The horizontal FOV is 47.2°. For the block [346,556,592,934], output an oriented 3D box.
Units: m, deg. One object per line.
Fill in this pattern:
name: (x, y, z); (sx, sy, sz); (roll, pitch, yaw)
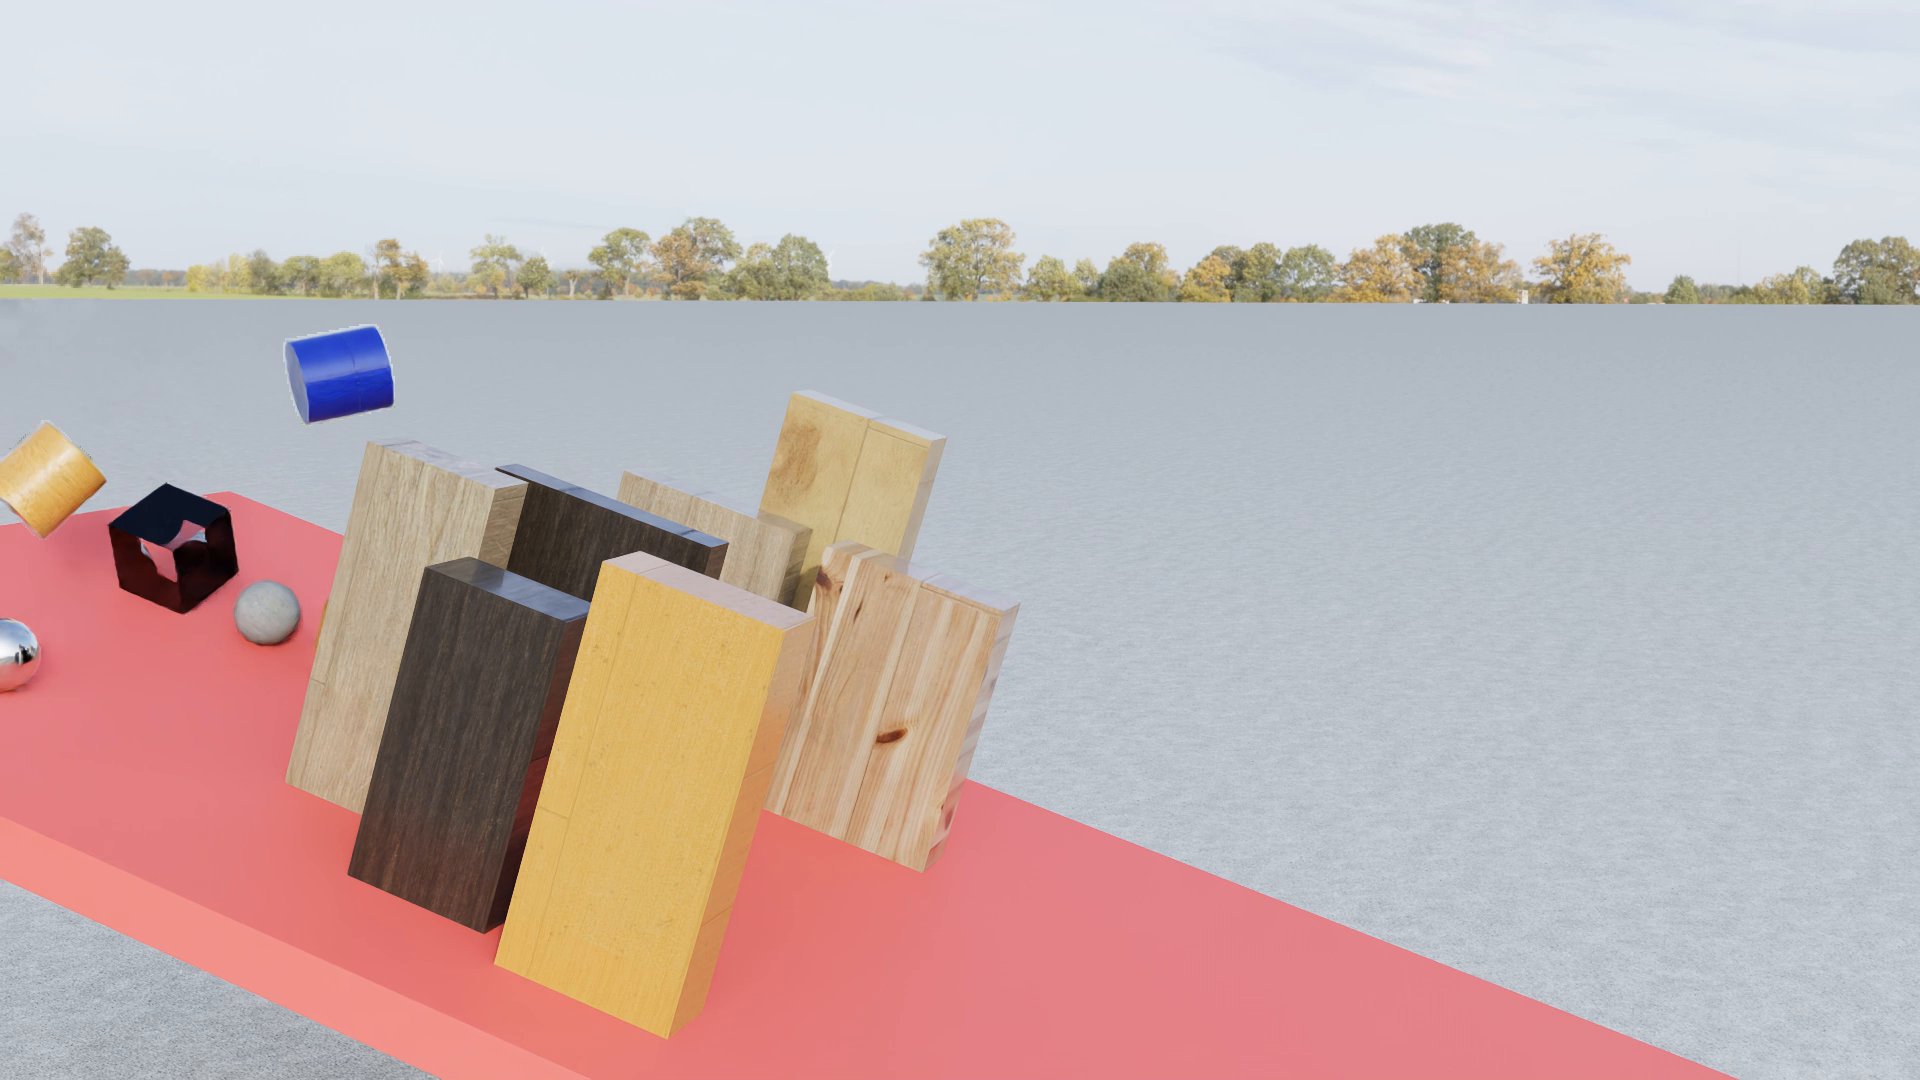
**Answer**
block: (-0.802, 0.337, 3.651); (0.266, 0.550, 0.144); (20, 12, 14)

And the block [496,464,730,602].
block: (-0.722, 0.231, 4.056); (0.445, 0.631, 0.081); (20, 12, 14)

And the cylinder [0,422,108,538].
cylinder: (-1.805, -0.117, 4.334); (0.164, 0.164, 0.164); (-47, 27, -18)

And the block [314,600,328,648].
block: (-1.301, 0.192, 4.723); (0.107, 0.107, 0.107); (20, 12, 13)

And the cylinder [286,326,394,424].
cylinder: (-1.329, -0.355, 4.711); (0.180, 0.180, 0.180); (-15, 13, -25)

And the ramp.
ramp: (-0.363, 0.693, 4.230); (4.000, 0.100, 2.000); (20, 12, 14)

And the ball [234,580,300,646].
ball: (-1.454, 0.153, 4.618); (0.135, 0.135, 0.135); (0, 7, 0)

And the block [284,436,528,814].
block: (-0.990, 0.168, 3.925); (0.259, 0.650, 0.119); (20, 12, 14)

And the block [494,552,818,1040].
block: (-0.483, 0.399, 3.470); (0.315, 0.688, 0.134); (20, 12, 14)

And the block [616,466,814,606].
block: (-0.607, 0.148, 4.921); (0.428, 0.506, 0.101); (20, 12, 14)

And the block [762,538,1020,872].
block: (-0.155, 0.337, 4.518); (0.393, 0.571, 0.128); (20, 12, 14)

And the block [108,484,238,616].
block: (-1.674, 0.019, 4.687); (0.172, 0.172, 0.172); (20, 40, 18)

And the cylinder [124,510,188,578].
cylinder: (-1.780, 0.009, 4.865); (0.118, 0.118, 0.118); (-4, 20, -29)

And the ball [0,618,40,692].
ball: (-1.733, 0.207, 3.972); (0.135, 0.135, 0.135); (0, 7, 0)

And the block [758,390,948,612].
block: (-0.310, 0.087, 4.945); (0.339, 0.779, 0.114); (20, 12, 14)
